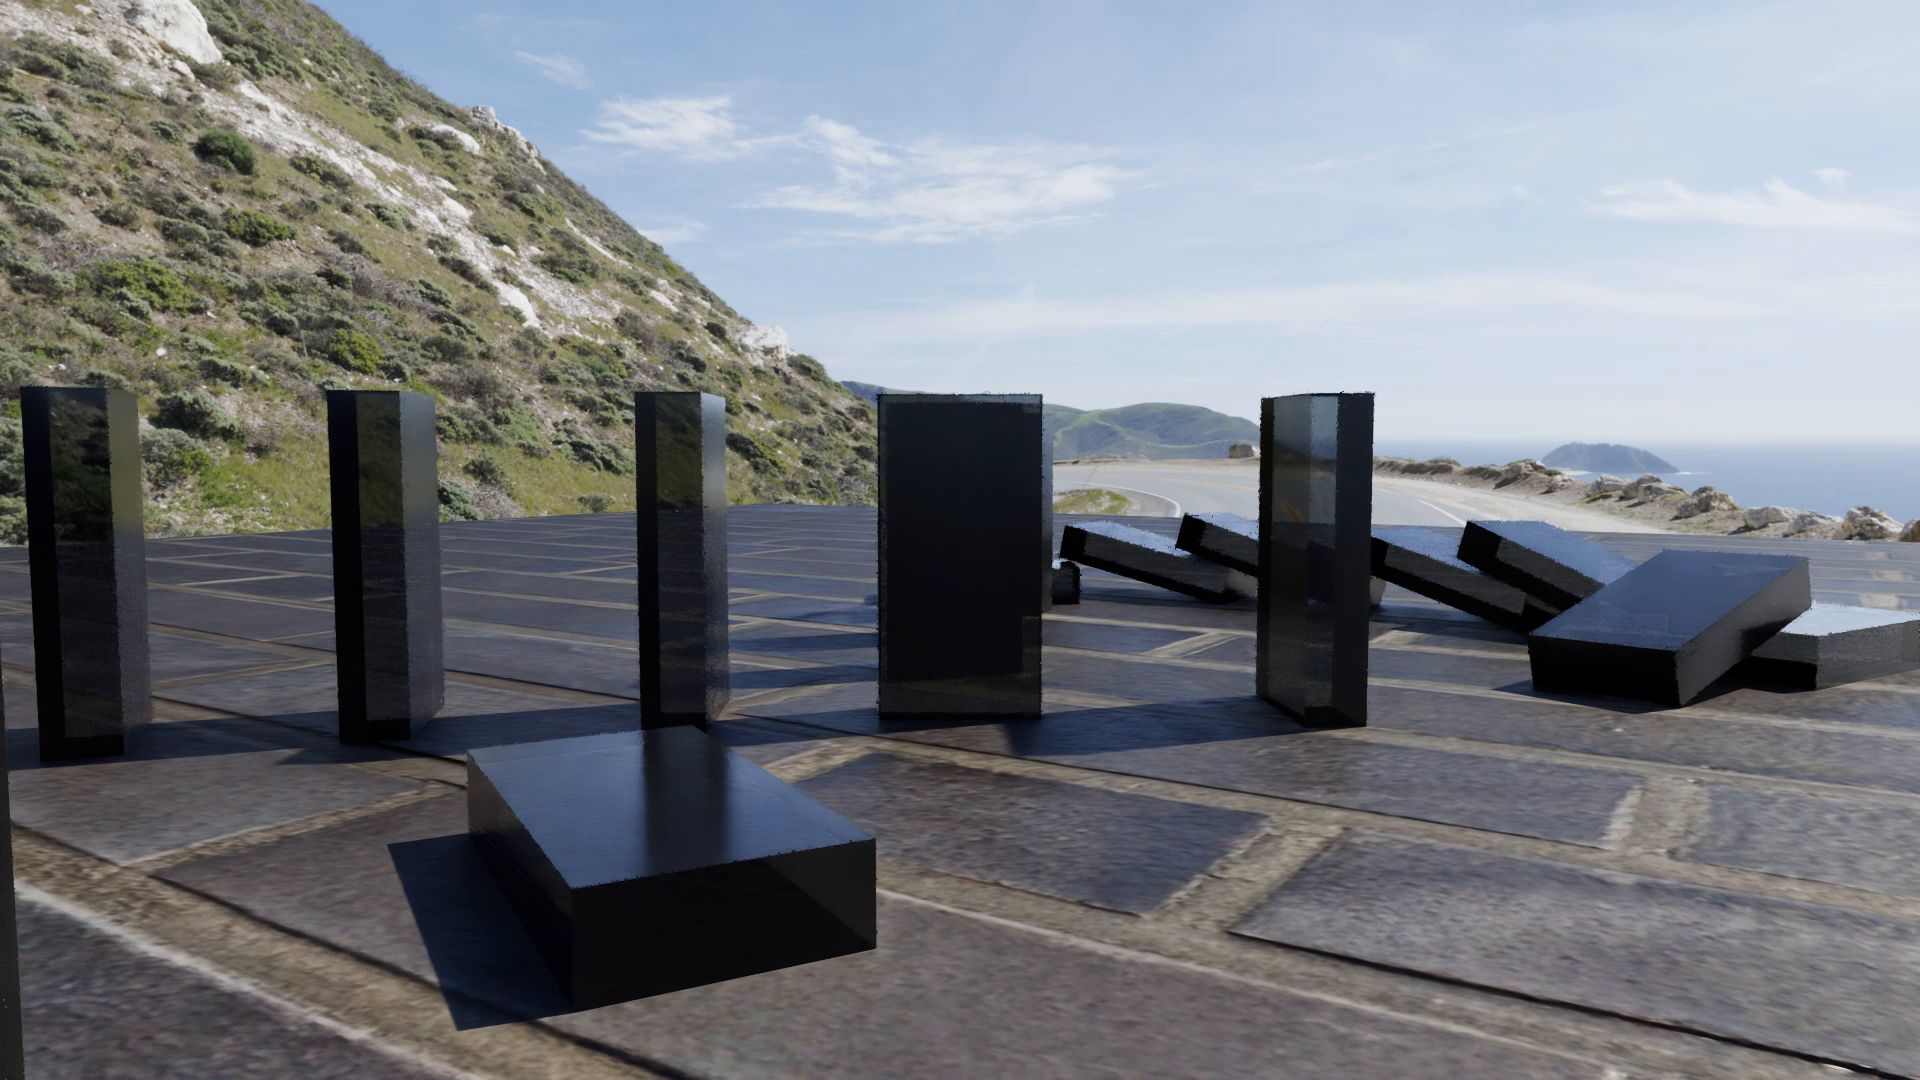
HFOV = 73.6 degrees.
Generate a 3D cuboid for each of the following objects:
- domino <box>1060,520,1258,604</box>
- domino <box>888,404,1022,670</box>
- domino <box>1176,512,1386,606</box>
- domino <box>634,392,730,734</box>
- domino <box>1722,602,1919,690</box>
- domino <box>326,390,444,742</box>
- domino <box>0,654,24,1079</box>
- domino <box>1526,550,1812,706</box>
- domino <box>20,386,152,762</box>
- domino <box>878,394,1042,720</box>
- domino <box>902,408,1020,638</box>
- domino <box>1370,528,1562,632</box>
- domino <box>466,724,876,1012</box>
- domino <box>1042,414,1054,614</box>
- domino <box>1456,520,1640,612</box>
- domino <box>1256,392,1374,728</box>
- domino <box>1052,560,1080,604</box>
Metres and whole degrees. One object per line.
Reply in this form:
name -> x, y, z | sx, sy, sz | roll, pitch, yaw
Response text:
domino -> 0.056, 0.006, 0.362 | 0.050, 0.009, 0.025 | 17, 13, 32
domino -> -0.001, -0.001, 0.244 | 0.025, 0.050, 0.009 | 0, 4, -1
domino -> 0.087, 0.005, 0.346 | 0.050, 0.009, 0.025 | 23, 16, 35
domino -> -0.043, 0.003, 0.199 | 0.010, 0.050, 0.025 | 0, 4, -3
domino -> 0.162, 0.019, 0.245 | 0.050, 0.009, 0.025 | -3, 5, -32
domino -> -0.086, 0.003, 0.194 | 0.010, 0.050, 0.025 | -1, 4, -11
domino -> -0.049, 0.014, 0.047 | 0.010, 0.050, 0.025 | 0, 4, 2
domino -> 0.127, 0.014, 0.229 | 0.050, 0.009, 0.025 | -20, 14, -33
domino -> -0.124, 0.004, 0.183 | 0.010, 0.050, 0.025 | -2, 5, -24
domino -> 0.000, 0.002, 0.201 | 0.025, 0.050, 0.010 | 0, 4, 0
domino -> 0.000, -0.004, 0.285 | 0.025, 0.050, 0.009 | 1, 4, 7
domino -> 0.124, 0.009, 0.316 | 0.025, 0.010, 0.050 | -3, 18, -31
domino -> -0.030, 0.029, 0.124 | 0.025, 0.010, 0.050 | -2, 5, -29
domino -> 0.010, -0.007, 0.328 | 0.025, 0.050, 0.009 | 2, 5, 22
domino -> 0.140, 0.009, 0.288 | 0.025, 0.010, 0.050 | 0, 21, -26
domino -> 0.056, 0.002, 0.204 | 0.009, 0.050, 0.025 | 0, 4, -4
domino -> 0.006, 0.011, 0.352 | 0.050, 0.009, 0.025 | 0, 4, -2
